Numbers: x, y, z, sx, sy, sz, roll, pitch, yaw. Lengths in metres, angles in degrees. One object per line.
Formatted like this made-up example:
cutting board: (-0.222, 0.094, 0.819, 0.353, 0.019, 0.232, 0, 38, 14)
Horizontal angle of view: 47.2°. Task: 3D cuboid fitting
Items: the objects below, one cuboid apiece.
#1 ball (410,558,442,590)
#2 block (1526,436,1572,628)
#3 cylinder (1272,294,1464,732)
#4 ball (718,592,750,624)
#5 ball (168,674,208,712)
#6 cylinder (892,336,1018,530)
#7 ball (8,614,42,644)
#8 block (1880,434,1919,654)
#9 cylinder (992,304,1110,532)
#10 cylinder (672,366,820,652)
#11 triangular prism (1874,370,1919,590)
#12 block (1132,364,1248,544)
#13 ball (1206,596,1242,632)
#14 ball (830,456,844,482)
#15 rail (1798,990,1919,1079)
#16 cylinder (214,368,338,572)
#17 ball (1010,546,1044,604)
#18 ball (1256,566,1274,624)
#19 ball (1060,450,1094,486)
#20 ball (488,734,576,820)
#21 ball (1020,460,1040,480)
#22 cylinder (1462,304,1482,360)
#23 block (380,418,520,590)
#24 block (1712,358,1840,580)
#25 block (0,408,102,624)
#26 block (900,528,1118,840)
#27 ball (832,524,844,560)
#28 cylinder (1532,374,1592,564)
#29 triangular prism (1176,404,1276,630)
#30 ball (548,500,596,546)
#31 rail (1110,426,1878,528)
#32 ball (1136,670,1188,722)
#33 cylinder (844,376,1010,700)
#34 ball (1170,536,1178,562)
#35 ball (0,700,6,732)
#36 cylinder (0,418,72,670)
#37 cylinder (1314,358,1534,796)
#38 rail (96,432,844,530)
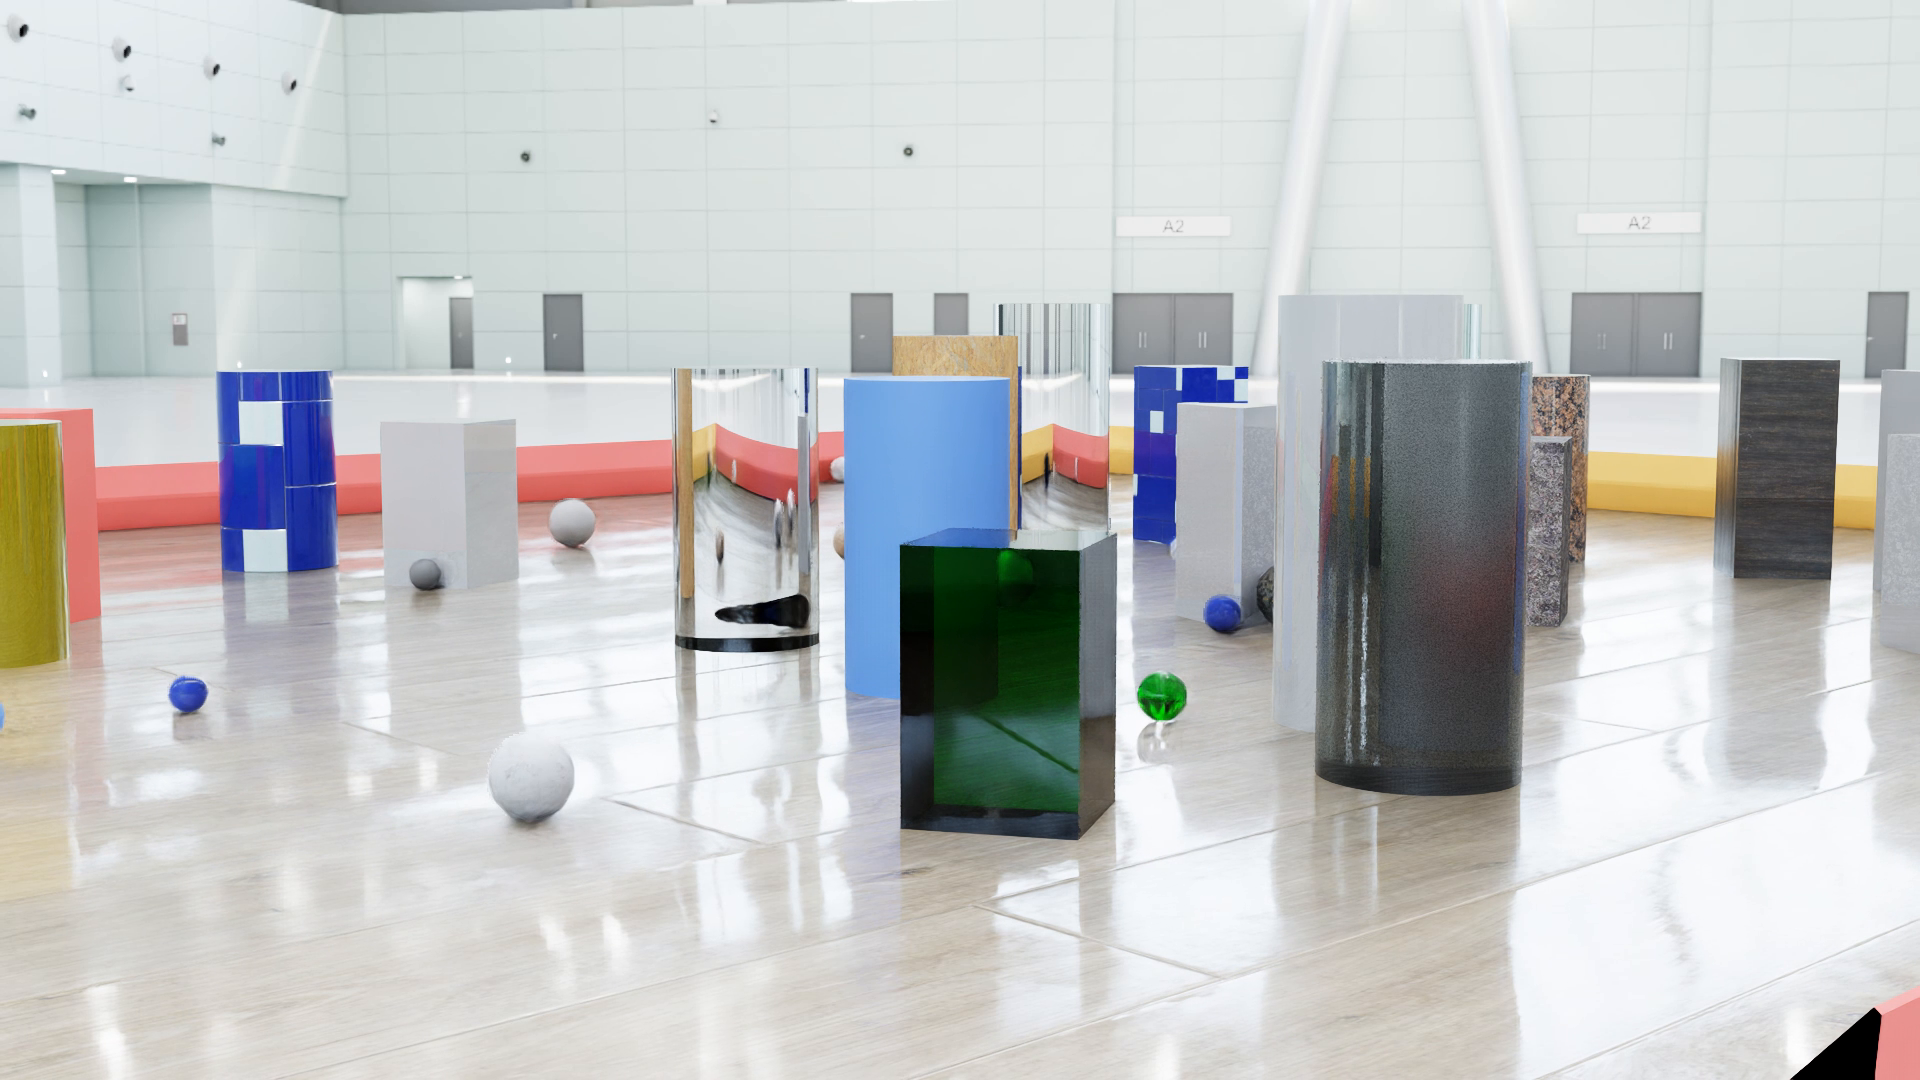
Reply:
ball: (-0.854, 0.054, 3.512, 0.050, 0.050, 0.050, 0, 6, 0)
block: (0.795, -0.017, 3.179, 0.156, 0.260, 0.156, 2, 6, 20)
cylinder: (0.438, -0.033, 2.372, 0.196, 0.460, 0.196, 0, 6, 0)
ball: (-0.321, 0.097, 3.120, 0.046, 0.046, 0.046, 0, 6, 0)
ball: (-0.857, 0.170, 2.442, 0.041, 0.041, 0.041, 0, 6, 0)
cylinder: (-0.008, -0.116, 3.434, 0.196, 0.404, 0.196, 0, 6, 0)
ball: (-1.248, 0.119, 2.933, 0.041, 0.041, 0.041, 0, 6, 0)
block: (1.320, 0.006, 2.862, 0.156, 0.281, 0.156, -1, 6, -12)
cylinder: (0.152, -0.167, 3.679, 0.196, 0.455, 0.196, 0, 6, 0)
cylinder: (-0.286, -0.046, 2.941, 0.196, 0.368, 0.196, 0, 6, 0)
triangular prism: (1.505, -0.089, 3.440, 0.169, 0.350, 0.147, -5, 8, -38)
block: (0.444, -0.167, 4.243, 0.156, 0.337, 0.156, -3, 7, -30)
ball: (0.364, 0.103, 3.043, 0.050, 0.050, 0.050, 0, 6, 0)
ball: (-0.303, -0.181, 5.674, 0.068, 0.068, 0.068, 0, 6, 0)
rail: (1.342, 0.184, 1.885, 4.290, 0.127, 0.045, -5, 8, -42)
cylinder: (-1.186, -0.124, 3.820, 0.196, 0.340, 0.196, 0, 6, 0)
ball: (0.084, 0.053, 3.343, 0.087, 0.087, 0.087, 0, 6, 0)
ball: (0.461, 0.077, 3.080, 0.094, 0.094, 0.094, 0, 6, 0)
ball: (0.297, -0.182, 5.577, 0.090, 0.090, 0.090, 0, 6, 0)
ball: (-0.375, 0.207, 1.924, 0.076, 0.076, 0.076, 0, 6, 0)
ball: (0.185, -0.186, 5.794, 0.052, 0.052, 0.052, 0, 6, 0)
cylinder: (0.955, -0.250, 4.470, 0.196, 0.456, 0.196, 0, 6, 0)
block: (-0.834, -0.064, 3.602, 0.156, 0.265, 0.156, 2, 6, 20)
block: (1.374, -0.124, 3.708, 0.156, 0.363, 0.156, 1, 6, 7)
block: (-1.342, -0.033, 3.130, 0.156, 0.302, 0.156, 1, 6, 7)
block: (0.045, 0.121, 1.934, 0.156, 0.246, 0.156, 2, 6, 16)
ball: (-0.192, 0.003, 3.902, 0.070, 0.070, 0.070, 0, 6, 0)
cylinder: (1.026, -0.131, 3.945, 0.196, 0.329, 0.196, 0, 6, 0)
triangular prism: (0.377, -0.040, 3.163, 0.147, 0.310, 0.169, 4, 7, 36)
ball: (-0.732, -0.032, 4.147, 0.088, 0.088, 0.088, 0, 6, 0)
rail: (1.559, -0.117, 4.763, 0.045, 0.127, 4.006, -5, 8, -42)
ball: (0.219, 0.169, 2.386, 0.055, 0.055, 0.055, 0, 6, 0)
cylinder: (-0.039, -0.008, 2.596, 0.196, 0.364, 0.196, 0, 6, 0)
ball: (0.394, 0.017, 3.840, 0.055, 0.055, 0.055, 0, 6, 0)
ball: (-0.999, 0.178, 2.207, 0.074, 0.074, 0.074, 0, 6, 0)
cylinder: (-1.243, 0.002, 2.801, 0.196, 0.302, 0.196, 0, 6, 0)
cylinder: (0.440, 0.028, 2.097, 0.196, 0.396, 0.196, 0, 6, 0)
rail: (-1.342, -0.118, 4.779, 4.290, 0.127, 0.045, -5, 8, -42)
